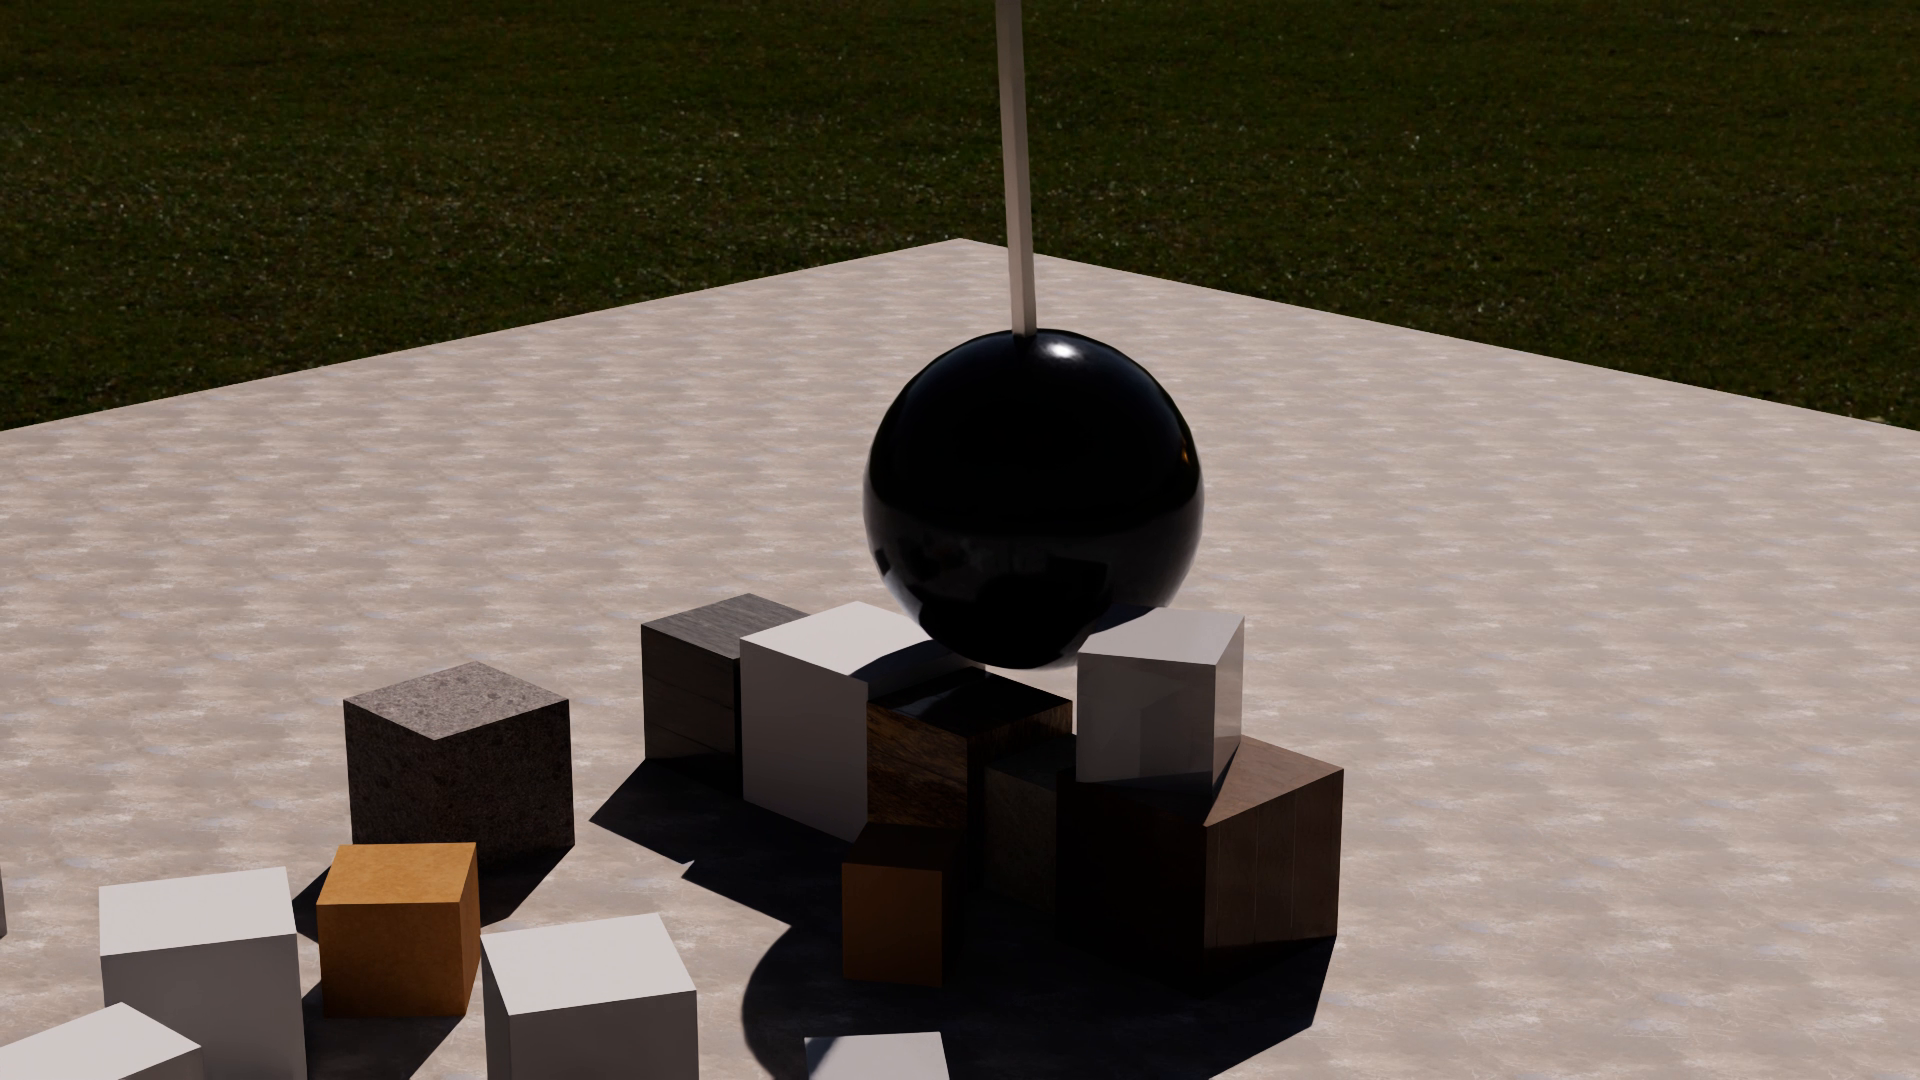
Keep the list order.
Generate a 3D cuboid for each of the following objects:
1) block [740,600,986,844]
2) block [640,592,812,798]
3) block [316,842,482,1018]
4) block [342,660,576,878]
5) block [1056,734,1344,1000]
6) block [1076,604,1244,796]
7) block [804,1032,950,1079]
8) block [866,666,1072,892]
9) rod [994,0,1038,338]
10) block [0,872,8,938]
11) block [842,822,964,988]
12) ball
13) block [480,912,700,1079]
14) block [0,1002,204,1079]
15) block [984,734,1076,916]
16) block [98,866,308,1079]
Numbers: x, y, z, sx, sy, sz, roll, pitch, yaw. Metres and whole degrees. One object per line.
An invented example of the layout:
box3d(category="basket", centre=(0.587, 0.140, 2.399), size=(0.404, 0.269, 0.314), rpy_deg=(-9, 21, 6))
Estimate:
box3d(category="block", centre=(-0.468, 0.877, 14.161), size=(0.882, 0.835, 0.783), rpy_deg=(16, 24, 42))
box3d(category="block", centre=(-1.088, 0.767, 14.701), size=(0.706, 0.721, 0.720), rpy_deg=(-16, 24, -41))
box3d(category="block", centre=(-2.343, 1.631, 12.302), size=(0.579, 0.511, 0.609), rpy_deg=(-1, 17, -2))
box3d(category="block", centre=(-2.332, 1.085, 13.672), size=(0.748, 0.732, 0.731), rpy_deg=(-16, 24, -42))
box3d(category="block", centre=(1.033, 1.362, 12.701), size=(0.906, 0.785, 0.843), rpy_deg=(-17, 24, -42))
box3d(category="block", centre=(0.865, 0.676, 12.601), size=(0.589, 0.584, 0.663), rpy_deg=(5, 18, 15))
box3d(category="block", centre=(-0.304, 2.134, 10.790), size=(0.506, 0.458, 0.463), rpy_deg=(-2, 18, -5))
box3d(category="block", centre=(0.044, 1.098, 13.607), size=(0.684, 0.747, 0.660), rpy_deg=(-16, 24, -42))
box3d(category="rod", centre=(0.148, -3.363, 12.440), size=(0.080, 5.200, 0.080), rpy_deg=(17, 29, 42))
box3d(category="block", centre=(-4.477, 1.576, 12.637), size=(0.441, 0.417, 0.523), rpy_deg=(7, 19, 21))
box3d(category="block", centre=(-0.238, 1.552, 12.522), size=(0.429, 0.531, 0.450), rpy_deg=(4, 18, 12))
box3d(category="ball", centre=(0.341, -0.188, 13.640), size=(1.600, 1.600, 1.600), rpy_deg=(0, 17, 0))
box3d(category="block", centre=(-1.425, 1.902, 11.263), size=(0.702, 0.617, 0.718), rpy_deg=(-5, 18, -16))
box3d(category="block", centre=(-3.110, 2.131, 10.481), size=(0.518, 0.649, 0.645), rpy_deg=(15, 23, 40))
box3d(category="block", centre=(0.521, 1.298, 13.228), size=(0.571, 0.593, 0.601), rpy_deg=(-17, 24, -42))
box3d(category="block", centre=(-3.009, 1.765, 11.643), size=(0.732, 0.650, 0.664), rpy_deg=(-5, 18, -15))
